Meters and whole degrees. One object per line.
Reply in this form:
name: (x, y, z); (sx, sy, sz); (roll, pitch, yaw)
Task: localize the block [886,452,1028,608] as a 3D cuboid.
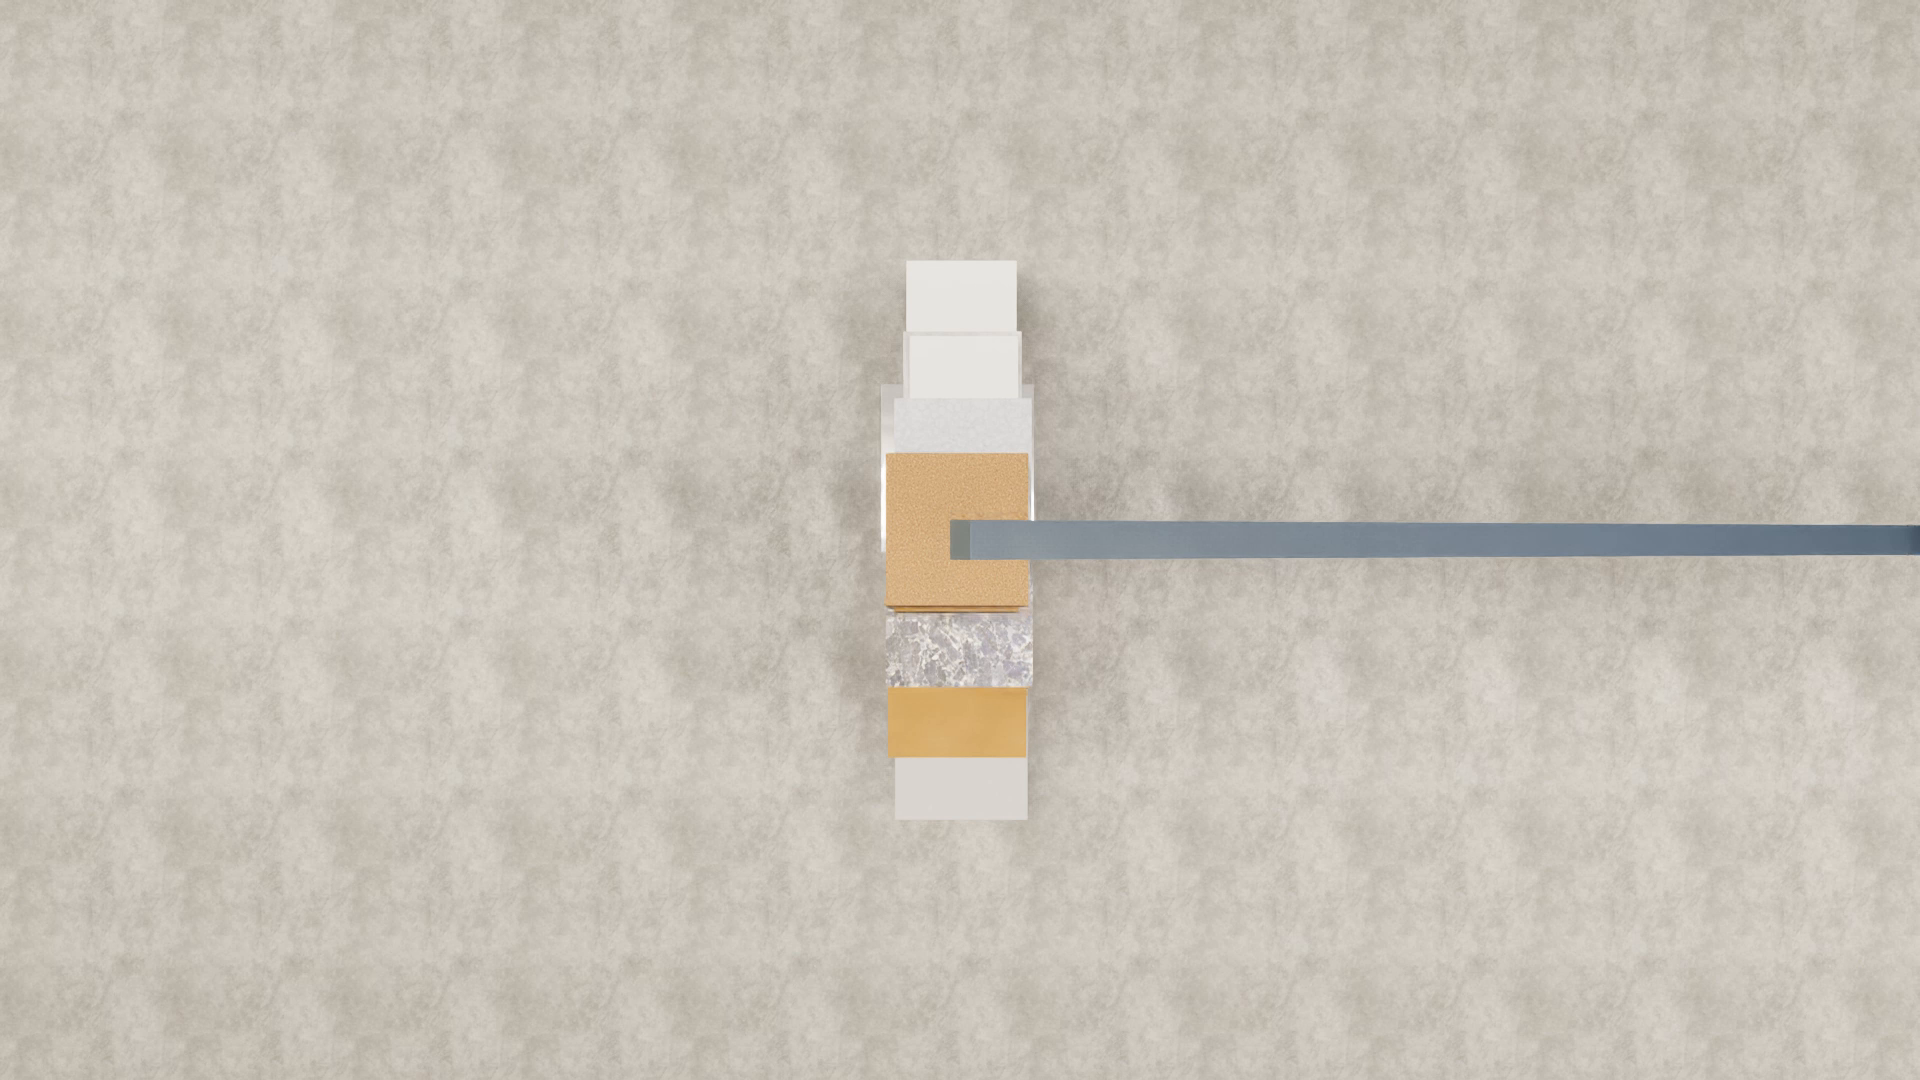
block: (-0.012, -0.029, 9.080); (0.570, 0.656, 0.610); (0, 88, 0)

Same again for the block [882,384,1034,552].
block: (-0.013, -0.398, 12.605); (0.847, 0.791, 0.932); (0, 90, 0)

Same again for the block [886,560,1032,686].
block: (-0.004, 0.346, 10.346); (0.667, 0.724, 0.667); (0, 88, 0)

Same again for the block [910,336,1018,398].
block: (0.020, -0.727, 11.298); (0.545, 0.486, 0.597); (0, 90, 0)

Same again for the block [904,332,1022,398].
block: (0.014, -0.752, 11.875); (0.620, 0.669, 0.683); (0, 90, 0)

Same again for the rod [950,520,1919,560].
rod: (2.234, 0.000, 5.774); (5.200, 0.080, 0.080); (0, 90, -31)

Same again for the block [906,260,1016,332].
block: (0.009, -1.222, 12.679); (0.619, 0.641, 0.696); (0, 90, 0)

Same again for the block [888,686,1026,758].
block: (-0.014, 0.686, 11.105); (0.676, 0.757, 0.721); (0, 93, 0)

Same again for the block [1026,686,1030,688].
block: (0.019, 0.451, 12.640); (0.746, 0.721, 0.746); (0, 90, 0)

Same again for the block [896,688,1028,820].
block: (0.007, 1.202, 12.674); (0.742, 0.652, 0.737); (0, 90, 0)

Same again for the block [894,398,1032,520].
block: (0.013, -0.334, 10.399); (0.629, 0.672, 0.632); (0, 90, 0)

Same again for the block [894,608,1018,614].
block: (-0.016, -0.002, 9.703); (0.534, 0.591, 0.647); (0, 88, 0)
